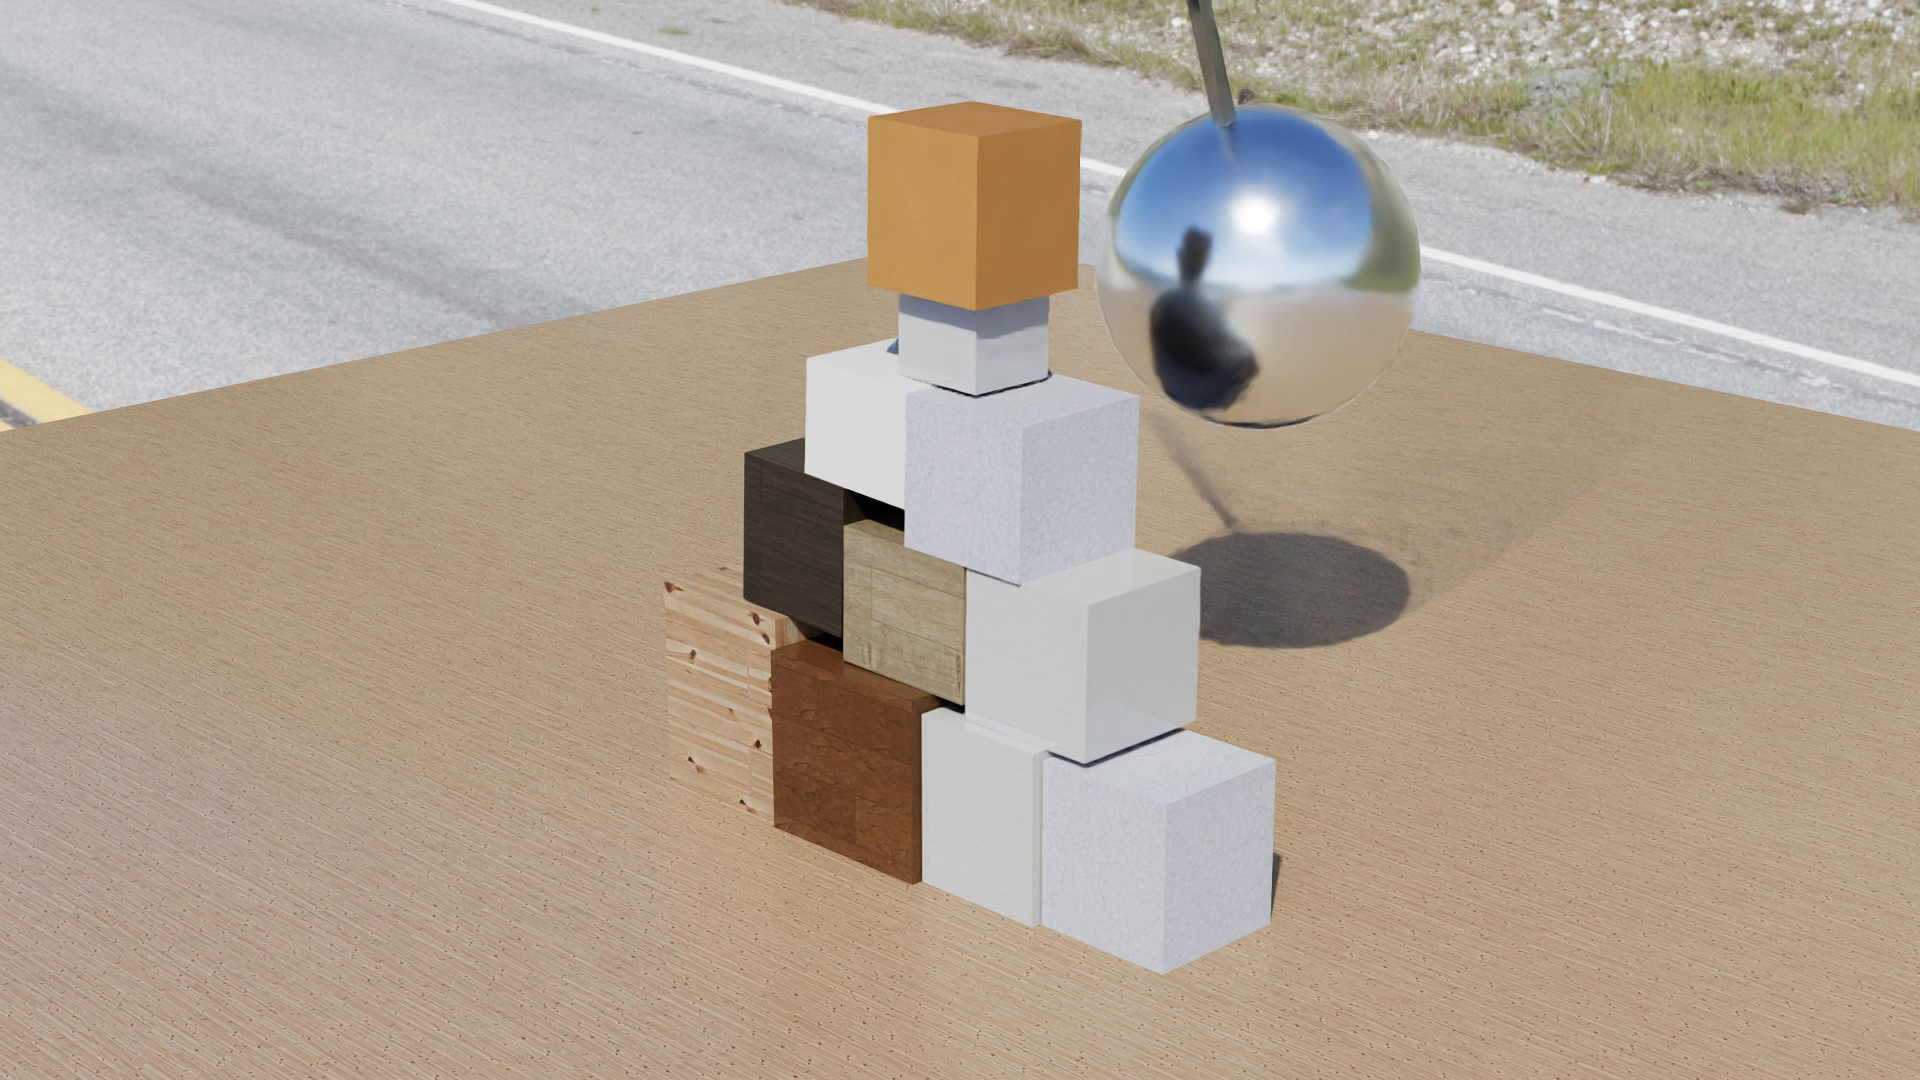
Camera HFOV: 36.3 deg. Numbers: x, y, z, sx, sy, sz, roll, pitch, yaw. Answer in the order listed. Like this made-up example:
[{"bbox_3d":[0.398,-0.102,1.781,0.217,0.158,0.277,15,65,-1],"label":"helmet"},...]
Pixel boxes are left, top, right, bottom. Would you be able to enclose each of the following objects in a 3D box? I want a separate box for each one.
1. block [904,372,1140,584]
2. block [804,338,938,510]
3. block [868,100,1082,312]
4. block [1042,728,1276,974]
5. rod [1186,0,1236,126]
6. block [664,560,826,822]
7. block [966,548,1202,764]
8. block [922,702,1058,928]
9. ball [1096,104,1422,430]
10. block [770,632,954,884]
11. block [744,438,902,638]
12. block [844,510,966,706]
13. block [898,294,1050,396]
[{"bbox_3d":[0.271,-0.302,12.973,0.707,0.704,0.745,18,25,42],"label":"block"},{"bbox_3d":[-0.225,-0.553,13.394,0.693,0.549,0.659,-17,27,-42],"label":"block"},{"bbox_3d":[0.060,-1.474,12.835,0.641,0.747,0.673,-16,25,-42],"label":"block"},{"bbox_3d":[0.865,1.326,12.827,0.720,0.779,0.708,-17,24,-42],"label":"block"},{"bbox_3d":[0.636,-4.138,12.708,0.080,5.200,0.080,17,44,42],"label":"rod"},{"bbox_3d":[-0.827,0.684,14.450,0.920,1.030,0.812,-17,24,-42],"label":"block"},{"bbox_3d":[0.540,0.459,12.947,0.731,0.718,0.723,-17,25,-42],"label":"block"},{"bbox_3d":[0.368,1.155,13.303,0.837,0.819,0.689,-17,24,-42],"label":"block"},{"bbox_3d":[1.467,-1.343,14.457,1.600,1.600,1.600,0,17,0],"label":"ball"},{"bbox_3d":[-0.215,0.943,13.854,0.952,0.894,0.948,-17,24,-42],"label":"block"},{"bbox_3d":[-0.527,-0.054,13.873,0.715,0.729,0.687,-17,27,-42],"label":"block"},{"bbox_3d":[-0.014,0.262,13.424,0.696,0.655,0.773,-17,25,-42],"label":"block"},{"bbox_3d":[0.061,-0.926,13.017,0.482,0.408,0.458,18,24,42],"label":"block"}]
